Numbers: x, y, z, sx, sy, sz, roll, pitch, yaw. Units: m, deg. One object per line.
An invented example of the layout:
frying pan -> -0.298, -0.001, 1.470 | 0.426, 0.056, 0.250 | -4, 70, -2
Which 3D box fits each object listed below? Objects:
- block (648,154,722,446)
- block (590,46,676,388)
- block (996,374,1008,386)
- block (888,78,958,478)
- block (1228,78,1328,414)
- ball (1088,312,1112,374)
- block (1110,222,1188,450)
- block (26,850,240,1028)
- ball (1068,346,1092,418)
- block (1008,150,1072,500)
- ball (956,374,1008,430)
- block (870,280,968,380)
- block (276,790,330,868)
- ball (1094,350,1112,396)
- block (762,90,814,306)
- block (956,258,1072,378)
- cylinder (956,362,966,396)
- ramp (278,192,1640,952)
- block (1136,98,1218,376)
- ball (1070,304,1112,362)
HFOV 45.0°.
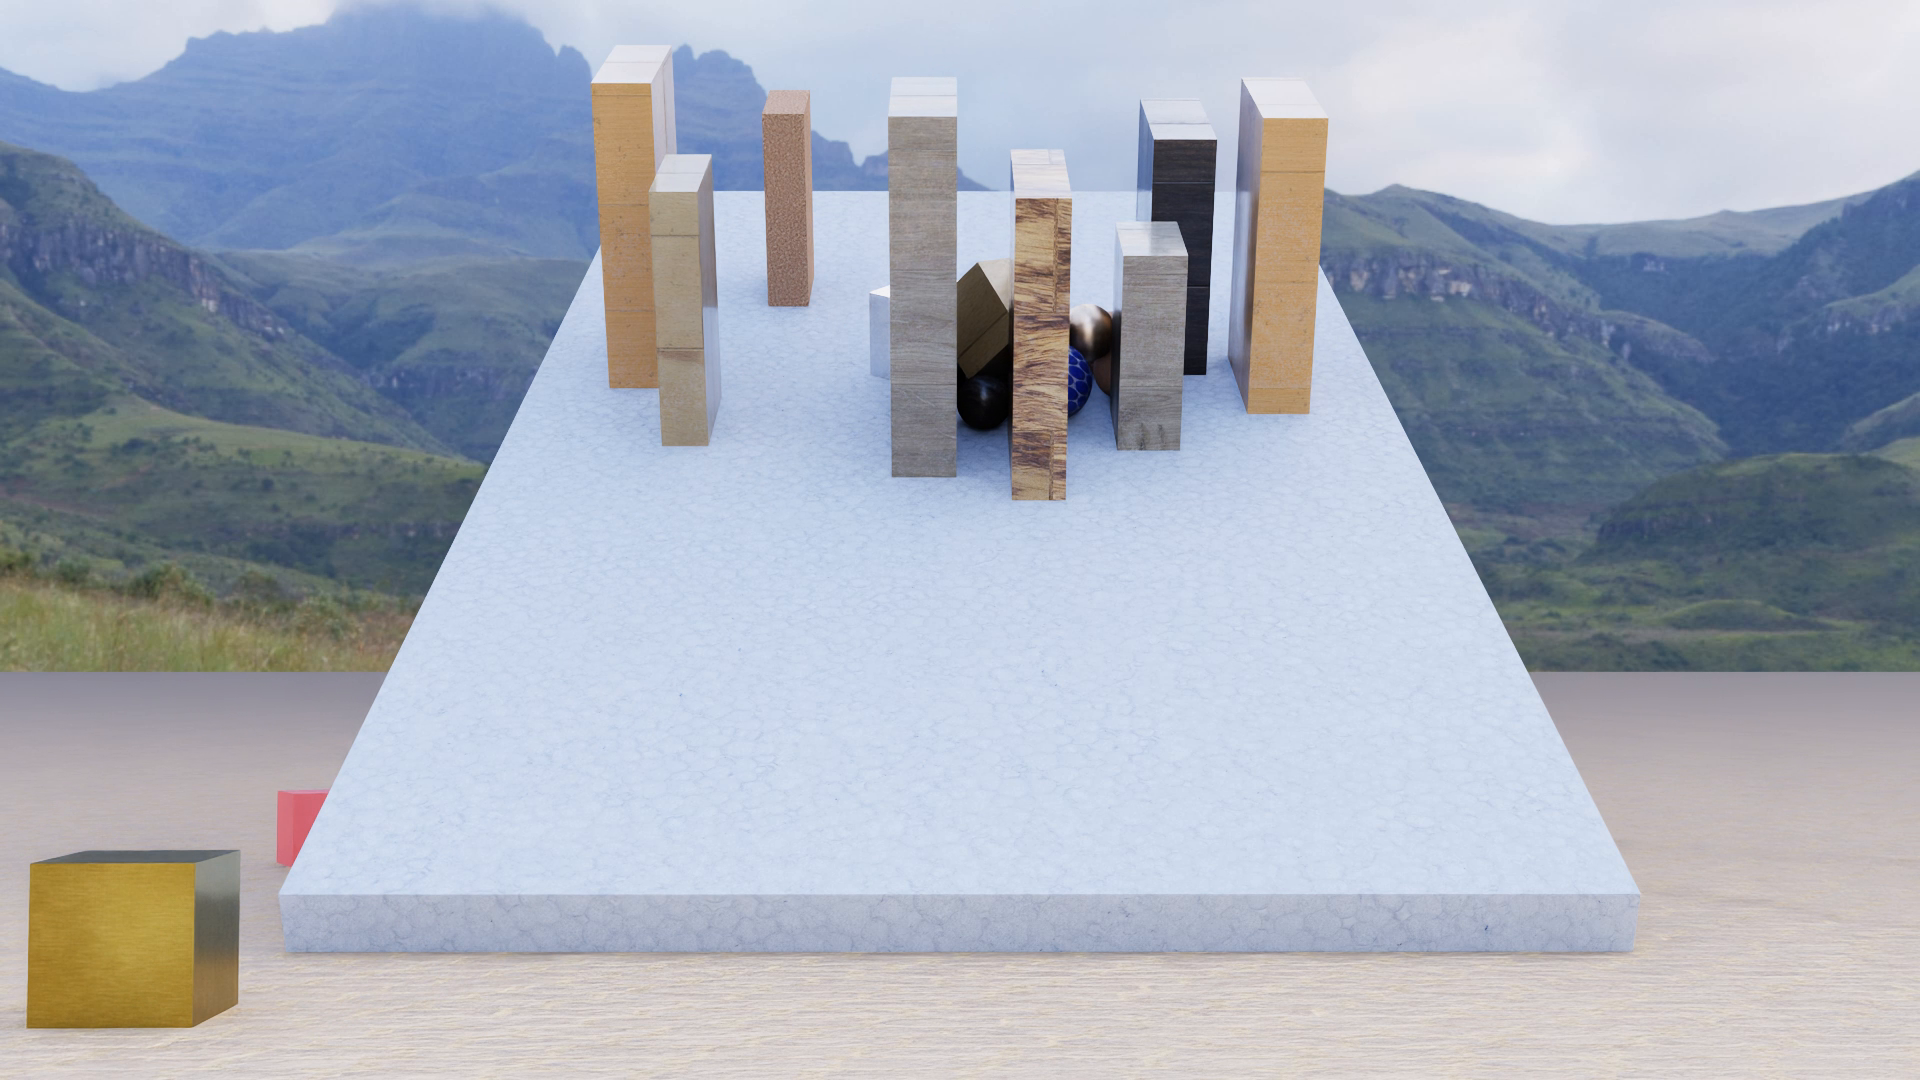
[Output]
block -> -0.603, -0.531, 5.113 | 0.102, 0.571, 0.319 | 0, 23, 0
block -> -0.754, -0.768, 5.476 | 0.133, 0.718, 0.421 | 0, 23, 0
block -> 0.162, -0.405, 5.393 | 0.121, 0.121, 0.121 | 18, 29, 36
block -> -0.076, -0.560, 4.928 | 0.138, 0.773, 0.366 | 0, 23, 0
block -> 0.725, -0.681, 5.329 | 0.141, 0.681, 0.413 | 0, 23, 0
ball -> 0.354, -0.461, 5.475 | 0.159, 0.159, 0.159 | 0, -3, 0
block -> 0.412, -0.450, 5.095 | 0.137, 0.440, 0.267 | 0, 23, 0
block -> -1.000, 0.482, 2.817 | 0.192, 0.192, 0.192 | 0, -3, -2
ball -> 0.208, -0.357, 5.207 | 0.179, 0.179, 0.179 | 0, -3, 0
block -> 0.163, -0.455, 4.851 | 0.111, 0.641, 0.397 | 0, 23, 0
ball -> 0.053, -0.309, 5.165 | 0.123, 0.123, 0.123 | 0, -3, 0
block -> -0.070, -0.494, 5.491 | 0.205, 0.205, 0.205 | 17, 29, 34
block -> -1.371, 0.617, 4.976 | 0.155, 0.155, 0.155 | 2, -4, -28
ball -> 0.378, -0.394, 5.342 | 0.142, 0.142, 0.142 | 0, -3, 0
block -> -0.445, -0.891, 6.033 | 0.105, 0.504, 0.276 | 0, 23, 0
block -> 0.088, -0.502, 5.218 | 0.189, 0.189, 0.189 | -15, -20, -50
cylinder -> -0.069, -0.385, 5.292 | 0.164, 0.164, 0.164 | 0, 24, 0
ramp -> -0.008, -0.226, 5.257 | 2.000, 0.100, 4.000 | 0, 23, 0
block -> 0.514, -0.738, 5.601 | 0.145, 0.570, 0.425 | 0, 23, 0
ball -> 0.289, -0.472, 5.273 | 0.131, 0.131, 0.131 | 0, -3, 0
